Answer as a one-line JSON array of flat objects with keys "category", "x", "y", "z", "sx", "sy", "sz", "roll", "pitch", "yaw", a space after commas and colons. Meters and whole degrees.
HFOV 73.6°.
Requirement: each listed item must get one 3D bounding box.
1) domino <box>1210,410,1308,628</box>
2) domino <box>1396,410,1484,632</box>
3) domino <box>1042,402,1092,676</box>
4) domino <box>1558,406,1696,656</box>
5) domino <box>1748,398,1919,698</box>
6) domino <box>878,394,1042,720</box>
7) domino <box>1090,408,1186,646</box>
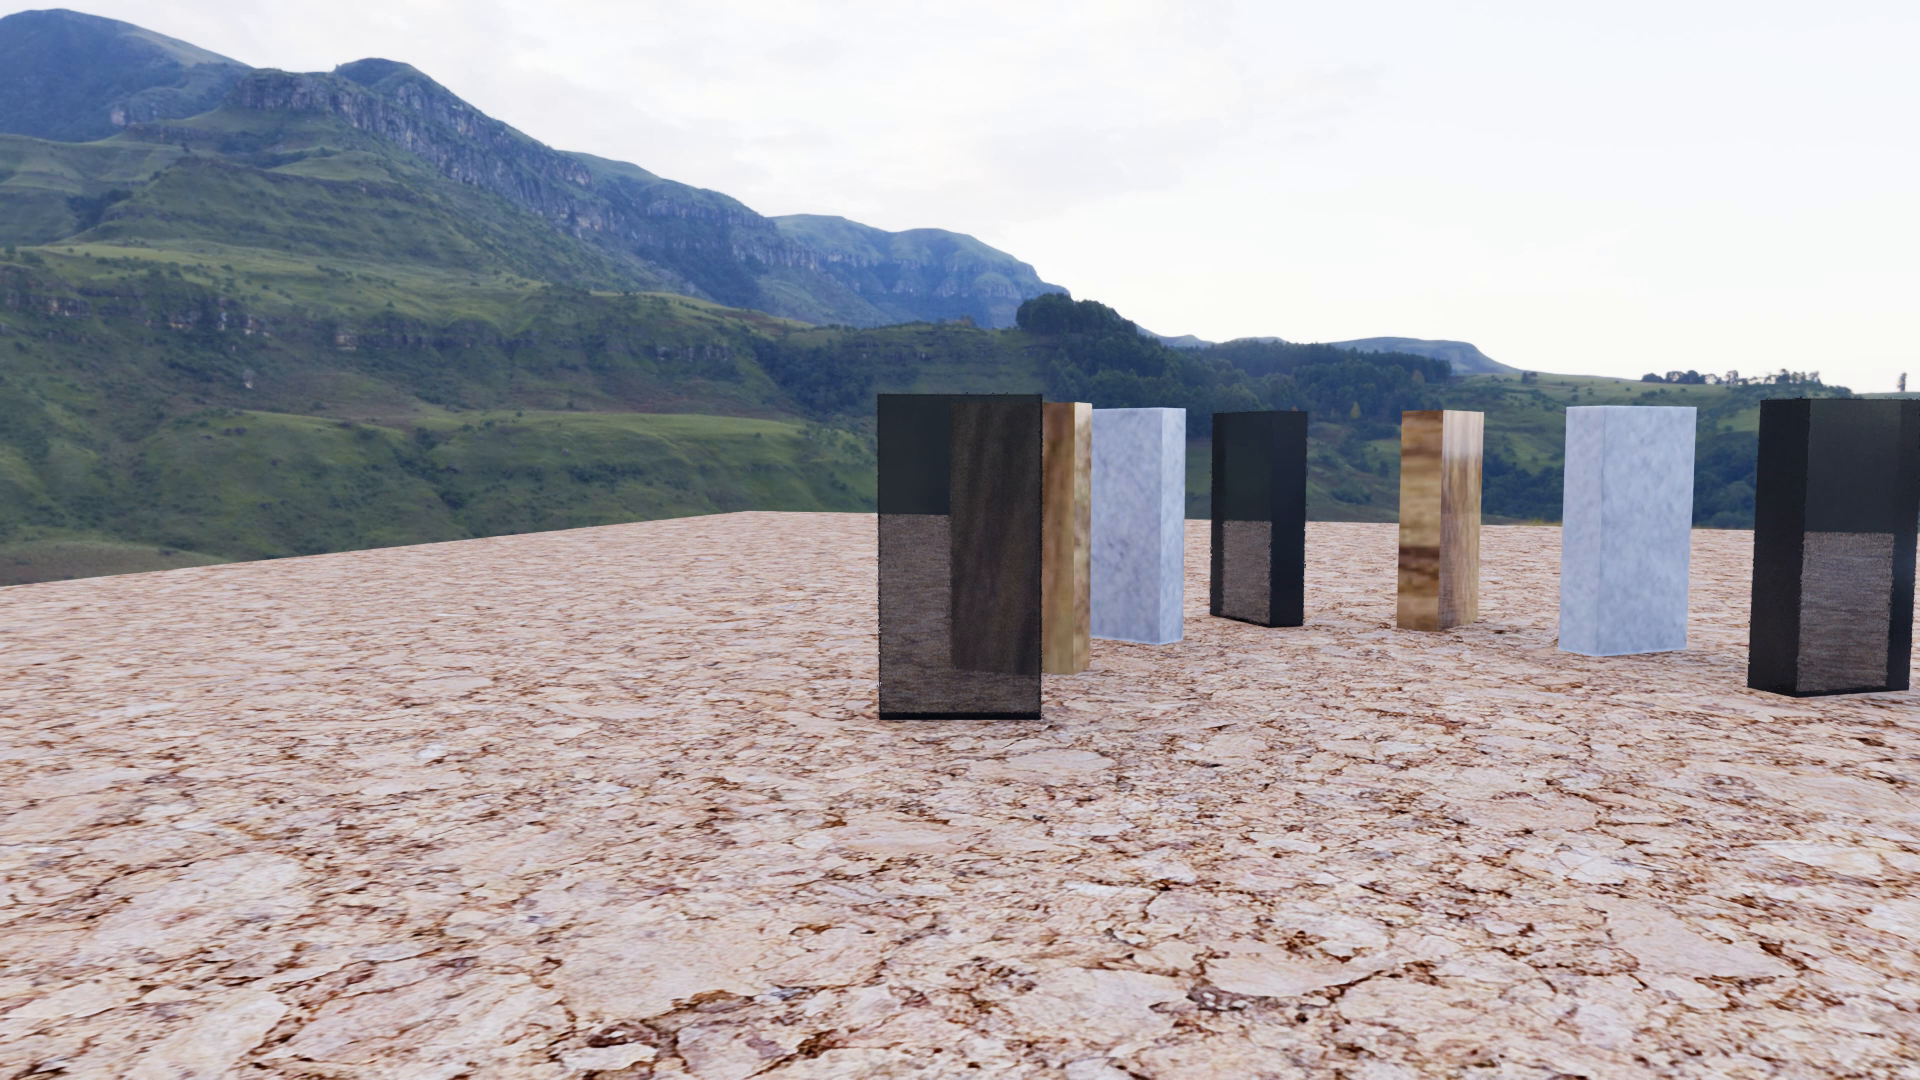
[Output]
[{"category": "domino", "x": 0.071, "y": -0.006, "z": 0.308, "sx": 0.009, "sy": 0.050, "sz": 0.025, "roll": -2, "pitch": 5, "yaw": -22}, {"category": "domino", "x": 0.113, "y": -0.005, "z": 0.301, "sx": 0.009, "sy": 0.050, "sz": 0.025, "roll": 4, "pitch": 6, "yaw": 42}, {"category": "domino", "x": 0.011, "y": -0.001, "z": 0.244, "sx": 0.025, "sy": 0.050, "sz": 0.009, "roll": 2, "pitch": 5, "yaw": 25}, {"category": "domino", "x": 0.137, "y": -0.002, "z": 0.264, "sx": 0.025, "sy": 0.050, "sz": 0.009, "roll": -2, "pitch": 5, "yaw": -22}, {"category": "domino", "x": 0.151, "y": 0.001, "z": 0.221, "sx": 0.025, "sy": 0.050, "sz": 0.009, "roll": -1, "pitch": 4, "yaw": -16}, {"category": "domino", "x": 0.000, "y": 0.002, "z": 0.201, "sx": 0.025, "sy": 0.050, "sz": 0.009, "roll": 0, "pitch": 4, "yaw": 0}, {"category": "domino", "x": 0.036, "y": -0.004, "z": 0.281, "sx": 0.025, "sy": 0.050, "sz": 0.009, "roll": 4, "pitch": 6, "yaw": 41}]
